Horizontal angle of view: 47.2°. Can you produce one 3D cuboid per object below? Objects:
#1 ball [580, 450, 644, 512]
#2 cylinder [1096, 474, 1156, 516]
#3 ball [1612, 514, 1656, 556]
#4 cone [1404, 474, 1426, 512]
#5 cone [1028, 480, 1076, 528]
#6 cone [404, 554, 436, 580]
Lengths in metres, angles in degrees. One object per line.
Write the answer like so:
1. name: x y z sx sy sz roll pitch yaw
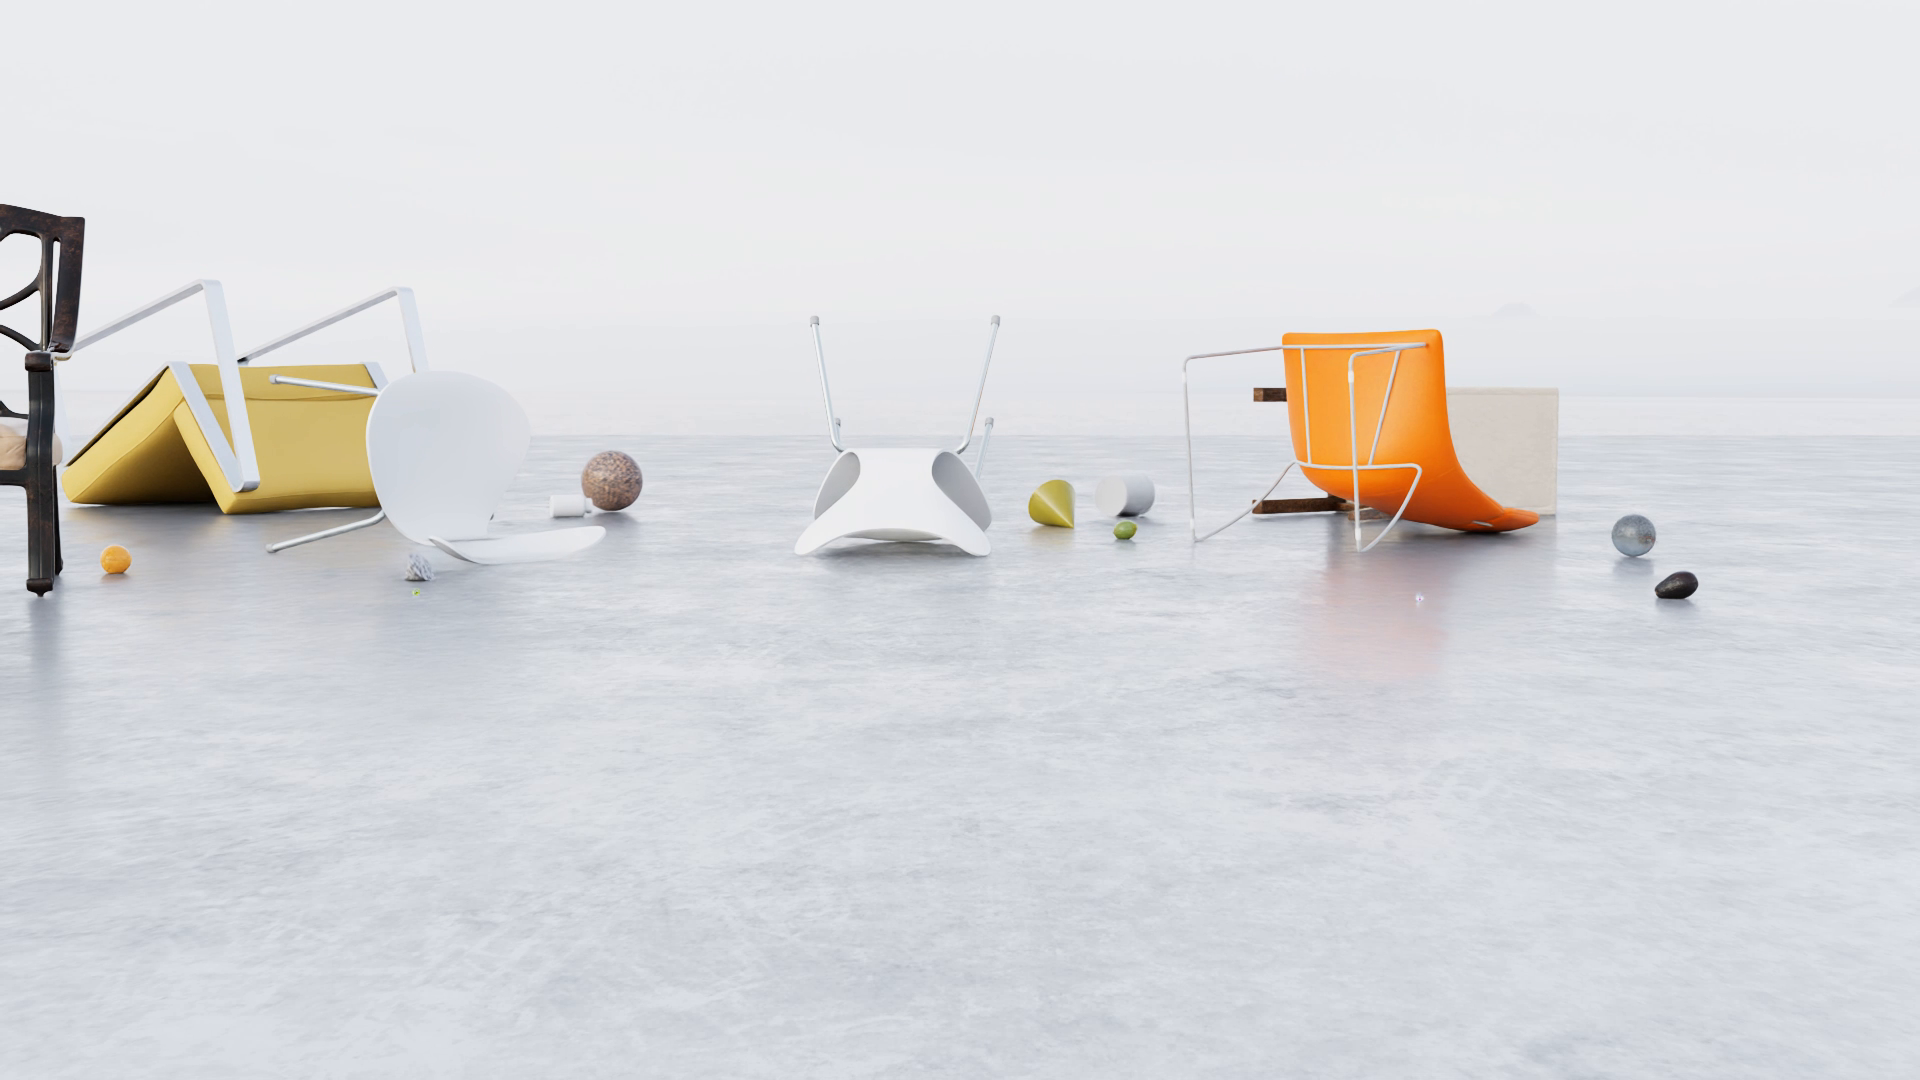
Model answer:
1. ball: -1.276 -0.218 8.062 0.227 0.227 0.227 0 4 0
2. cylinder: 0.583 -0.157 7.768 0.134 0.144 0.172 -3 -12 -38
3. ball: 1.804 -0.013 5.886 0.116 0.116 0.116 0 4 0
4. cone: 1.683 -0.179 8.124 0.074 0.142 0.092 -2 5 -30
5. cone: 0.335 -0.081 7.158 0.177 0.171 0.169 41 7 -39
6. cone: -1.284 0.079 5.167 0.054 0.078 0.111 -36 -4 9
